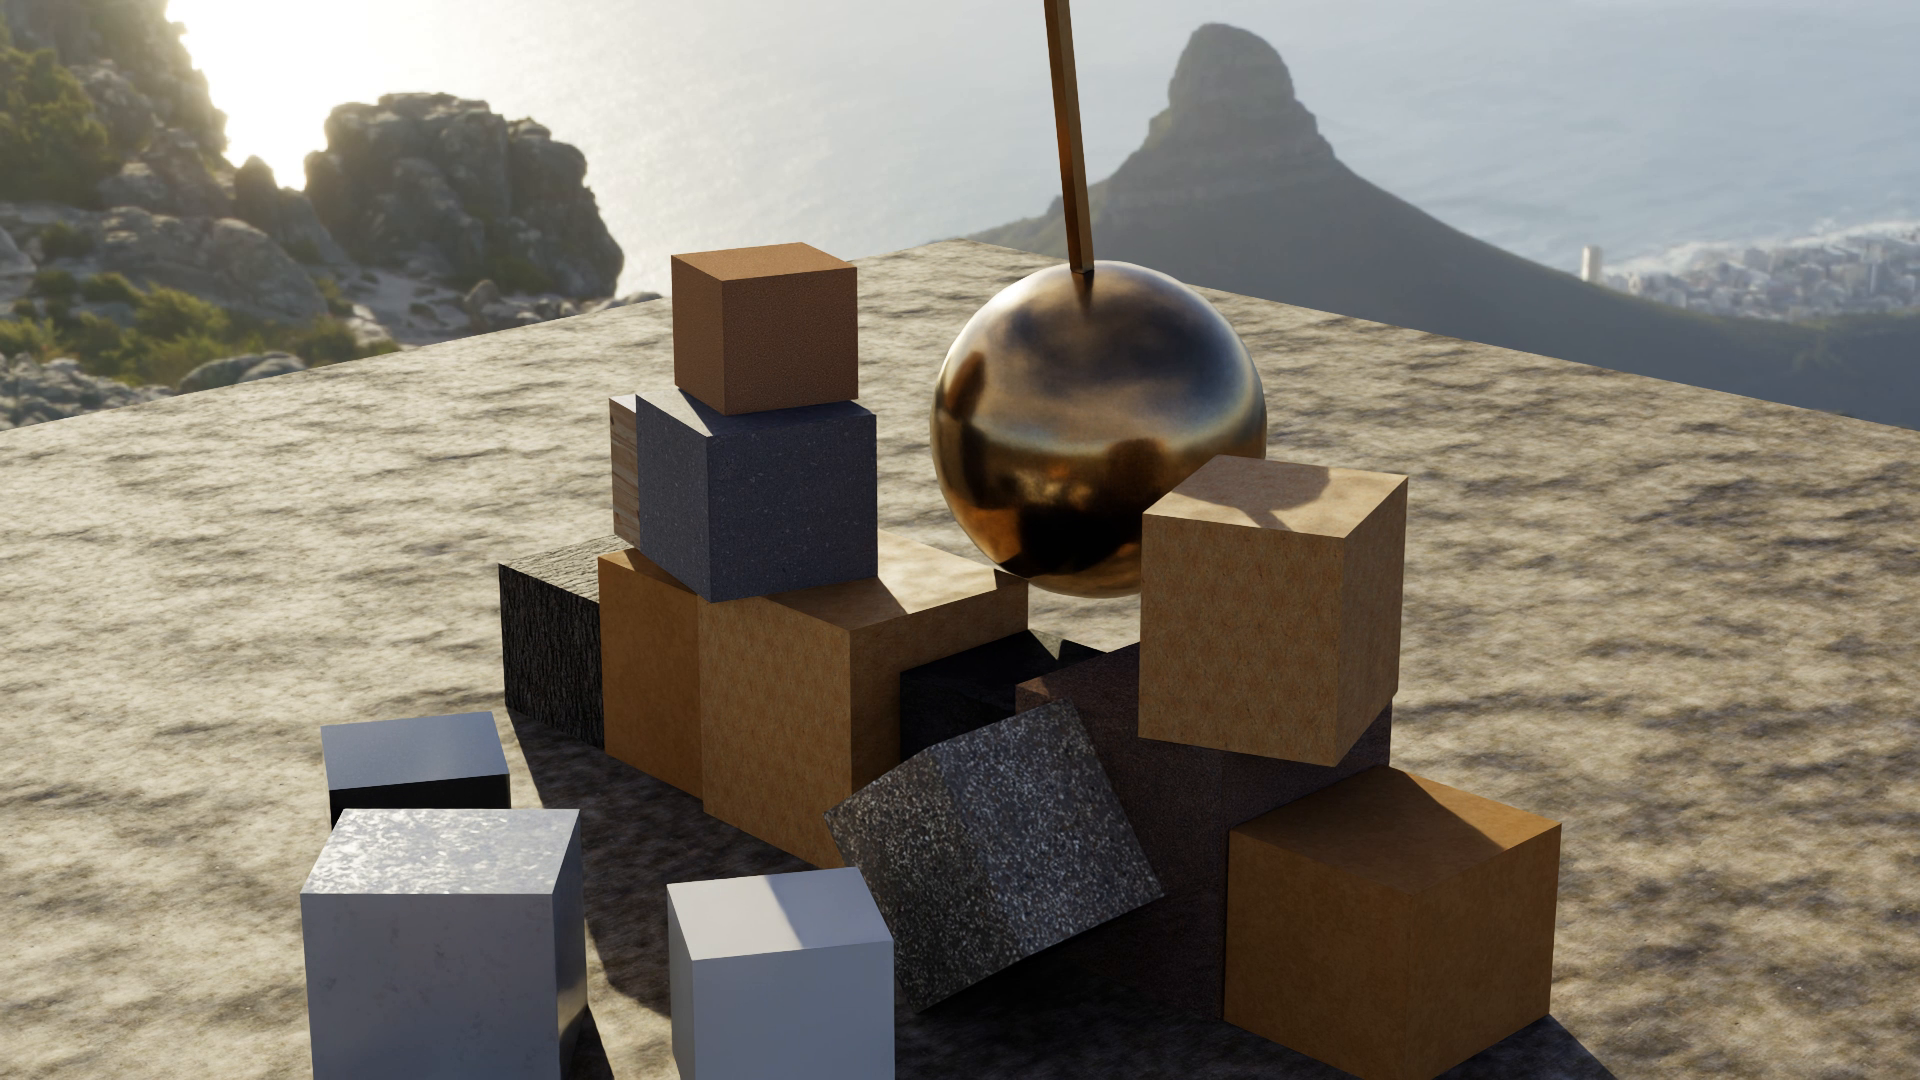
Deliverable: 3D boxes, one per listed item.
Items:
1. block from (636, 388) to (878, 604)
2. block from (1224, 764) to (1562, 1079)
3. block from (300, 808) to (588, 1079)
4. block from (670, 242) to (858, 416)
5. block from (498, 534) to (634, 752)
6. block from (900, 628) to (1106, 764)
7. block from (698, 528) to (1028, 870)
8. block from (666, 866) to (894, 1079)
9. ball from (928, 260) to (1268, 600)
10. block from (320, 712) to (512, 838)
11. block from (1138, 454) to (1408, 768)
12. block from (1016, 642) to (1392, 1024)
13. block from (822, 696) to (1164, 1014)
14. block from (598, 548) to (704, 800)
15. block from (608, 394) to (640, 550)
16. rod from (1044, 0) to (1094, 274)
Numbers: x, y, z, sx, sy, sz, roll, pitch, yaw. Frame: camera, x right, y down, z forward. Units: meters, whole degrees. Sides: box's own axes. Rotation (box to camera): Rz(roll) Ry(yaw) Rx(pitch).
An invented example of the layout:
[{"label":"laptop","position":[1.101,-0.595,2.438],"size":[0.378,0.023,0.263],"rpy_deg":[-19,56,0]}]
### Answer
[{"label":"block","position":[-0.959,-0.260,13.792],"size":[0.848,0.788,0.862],"rpy_deg":[-9,20,-26]},{"label":"block","position":[1.760,1.561,11.961],"size":[1.002,0.850,0.909],"rpy_deg":[-17,24,-42]},{"label":"block","position":[-2.033,1.636,11.694],"size":[0.962,0.867,0.830],"rpy_deg":[0,17,0]},{"label":"block","position":[-0.920,-1.002,13.786],"size":[0.675,0.632,0.636],"rpy_deg":[-9,19,-25]},{"label":"block","position":[-1.786,0.512,15.389],"size":[0.865,0.796,0.907],"rpy_deg":[-15,23,-40]},{"label":"block","position":[0.330,1.062,13.333],"size":[0.856,0.980,0.842],"rpy_deg":[-17,24,-42]},{"label":"block","position":[-0.460,0.750,13.925],"size":[1.082,1.219,1.129],"rpy_deg":[-15,23,-39]},{"label":"block","position":[-0.705,1.785,11.452],"size":[0.769,0.727,0.706],"rpy_deg":[-4,18,-12]},{"label":"ball","position":[0.653,-0.521,13.862],"size":[1.600,1.600,1.600],"rpy_deg":[0,17,0]},{"label":"block","position":[-2.352,1.311,12.736],"size":[0.747,0.862,0.763],"rpy_deg":[-4,18,-14]},{"label":"block","position":[1.286,0.266,11.989],"size":[0.826,0.948,0.934],"rpy_deg":[7,19,22]},{"label":"block","position":[1.037,1.181,12.622],"size":[1.117,1.178,1.147],"rpy_deg":[-17,24,-42]},{"label":"block","position":[0.133,1.305,12.172],"size":[0.823,0.915,0.798],"rpy_deg":[-17,-13,-42]},{"label":"block","position":[-1.151,0.597,14.693],"size":[0.912,1.051,0.938],"rpy_deg":[-15,23,-39]},{"label":"block","position":[-1.284,-0.326,14.683],"size":[0.677,0.715,0.752],"rpy_deg":[-10,20,-28]},{"label":"rod","position":[0.283,-3.615,12.502],"size":[0.080,5.200,0.080],"rpy_deg":[17,33,42]}]
